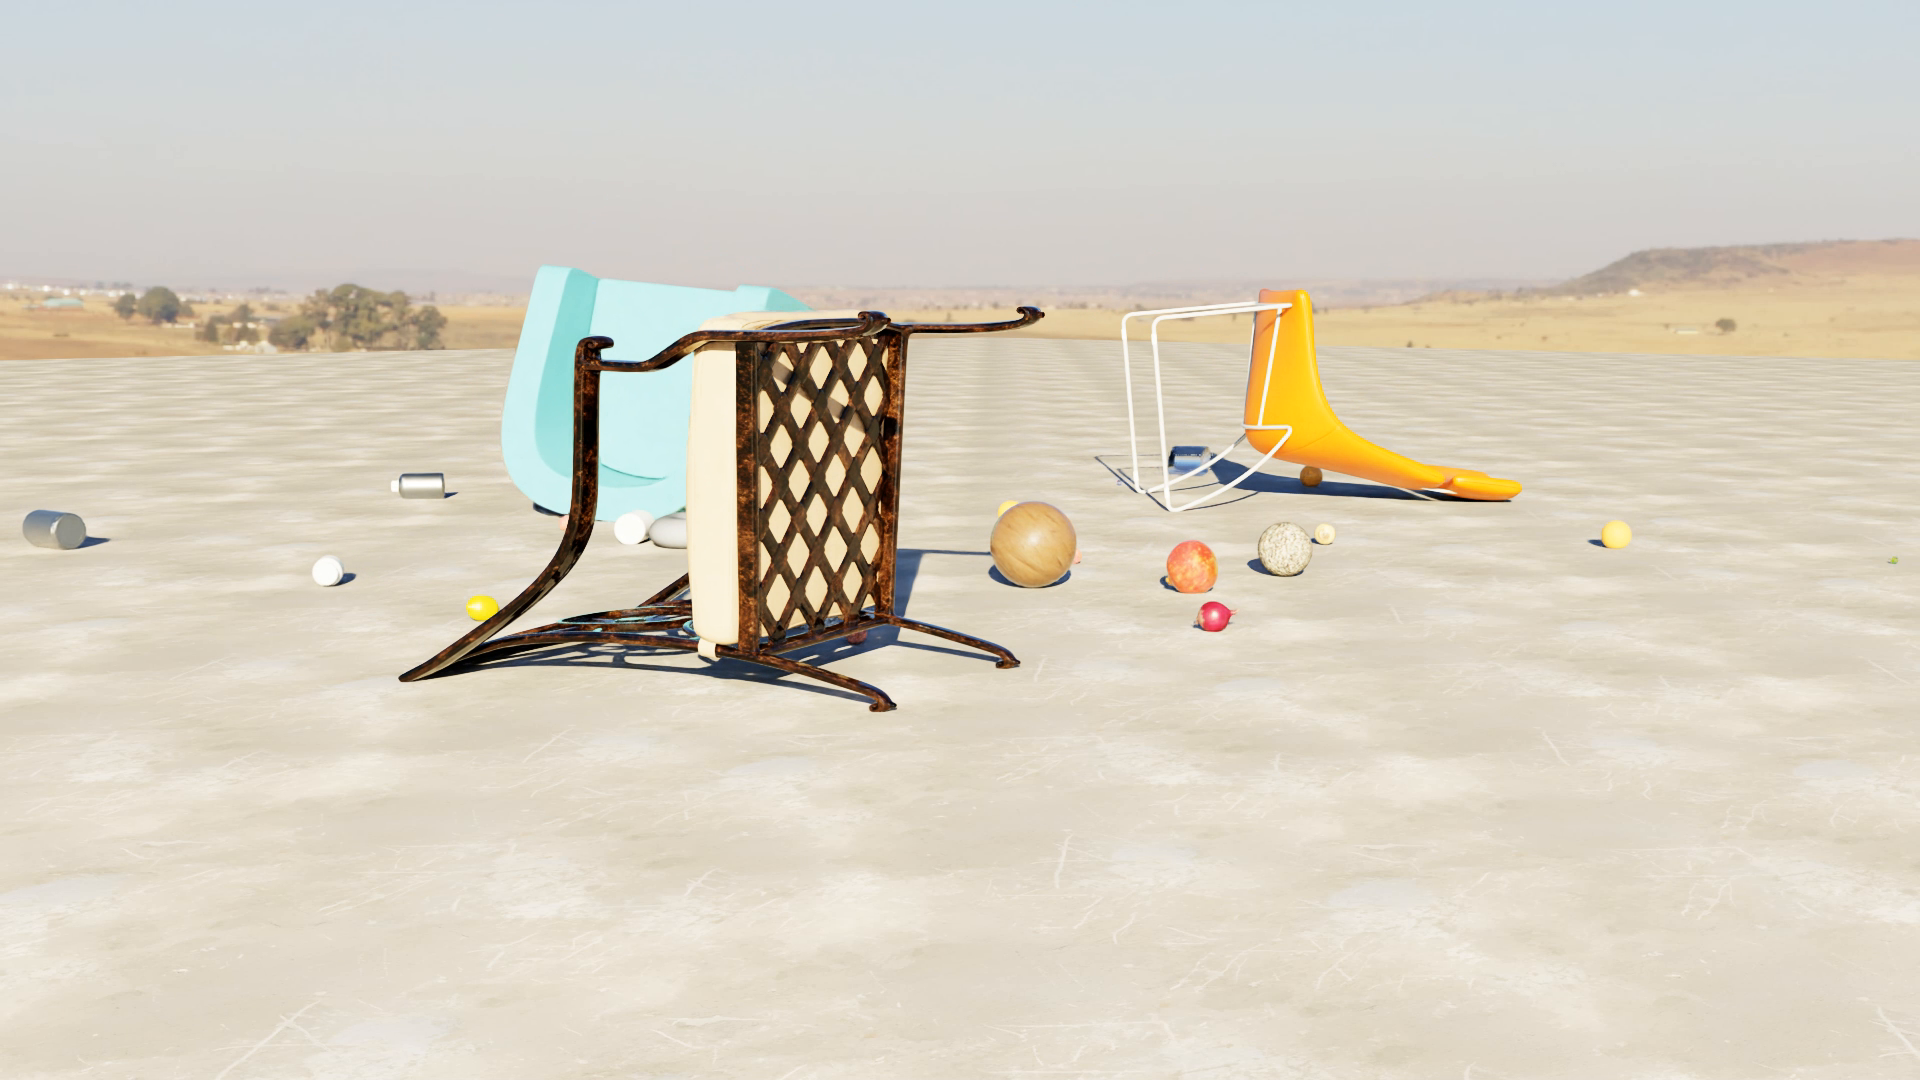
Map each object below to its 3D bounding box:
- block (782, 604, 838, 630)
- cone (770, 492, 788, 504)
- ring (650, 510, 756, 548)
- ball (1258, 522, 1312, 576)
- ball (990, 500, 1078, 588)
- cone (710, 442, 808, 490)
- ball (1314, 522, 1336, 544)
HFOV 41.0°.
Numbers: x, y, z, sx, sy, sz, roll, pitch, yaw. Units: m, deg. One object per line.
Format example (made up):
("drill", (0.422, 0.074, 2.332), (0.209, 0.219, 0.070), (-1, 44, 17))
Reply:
("block", (-0.283, 0.144, 4.820), (0.101, 0.041, 0.037), (-2, 6, -15))
("cone", (-0.532, -0.114, 7.434), (0.053, 0.037, 0.038), (-25, 12, -27))
("ring", (-0.634, -0.027, 6.328), (0.233, 0.073, 0.350), (2, 7, 22))
("ball", (0.714, 0.020, 5.632), (0.120, 0.120, 0.120), (0, 6, 0))
("ball", (0.156, 0.009, 5.426), (0.185, 0.185, 0.185), (0, 6, 0))
("cone", (-0.603, -0.190, 7.889), (0.299, 0.162, 0.148), (15, 45, 5))
("ball", (0.896, -0.015, 6.298), (0.053, 0.053, 0.053), (0, 6, 0))
